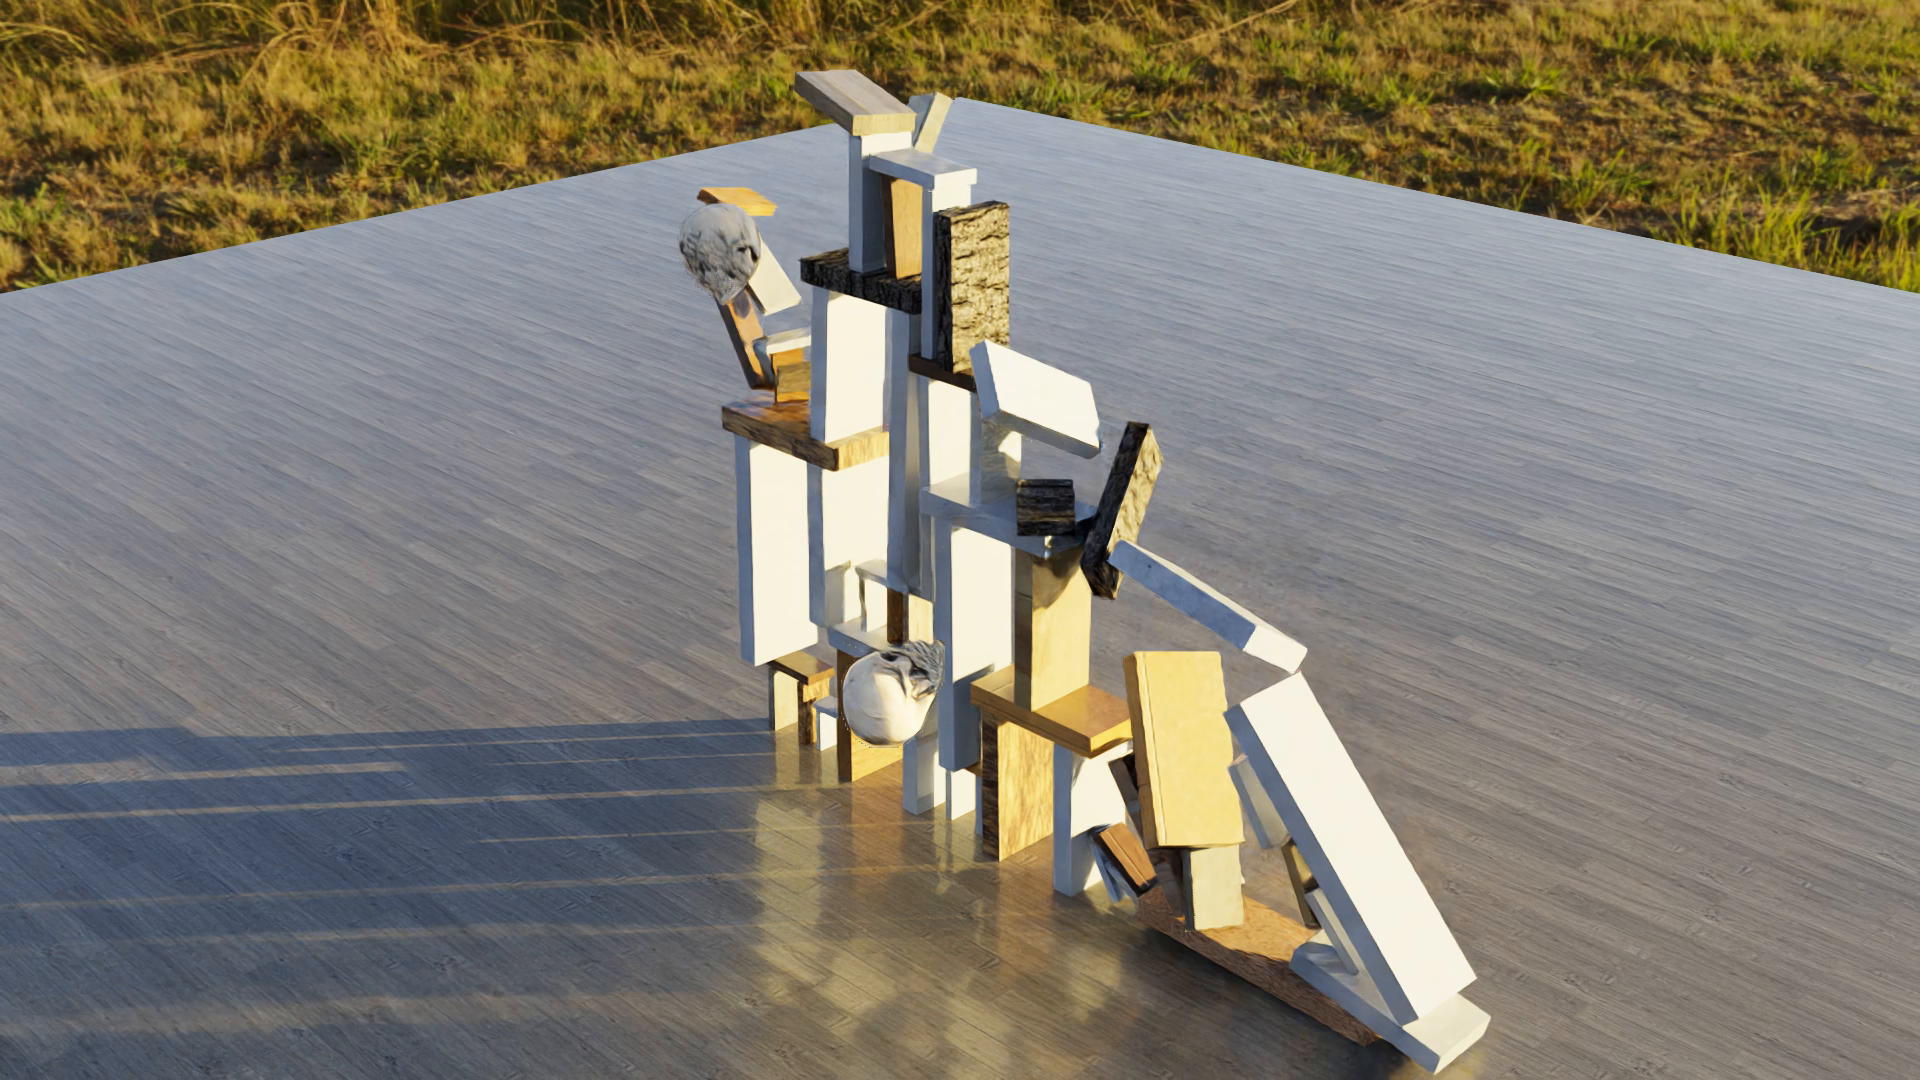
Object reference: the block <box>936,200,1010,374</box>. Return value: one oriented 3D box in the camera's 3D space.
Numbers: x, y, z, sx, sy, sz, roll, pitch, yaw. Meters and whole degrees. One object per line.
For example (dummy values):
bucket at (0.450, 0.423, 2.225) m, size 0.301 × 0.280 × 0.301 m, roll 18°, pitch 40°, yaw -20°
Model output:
block at (0.024, -0.461, 4.001) m, size 0.144 × 0.288 × 0.041 m, roll -20°, pitch 29°, yaw -39°

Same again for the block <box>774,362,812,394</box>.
block at (-0.312, -0.336, 4.506) m, size 0.131 × 0.065 × 0.018 m, roll -10°, pitch 53°, yaw -17°

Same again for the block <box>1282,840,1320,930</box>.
block at (0.607, 0.583, 3.798) m, size 0.022 × 0.158 × 0.079 m, roll -3°, pitch 21°, yaw 47°

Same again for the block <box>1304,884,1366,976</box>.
block at (0.660, 0.659, 3.774) m, size 0.079 × 0.158 × 0.022 m, roll -26°, pitch -6°, yaw -41°

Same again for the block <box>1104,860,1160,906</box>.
block at (0.338, 0.646, 4.124) m, size 0.068 × 0.019 × 0.135 m, roll -22°, pitch 64°, yaw -42°

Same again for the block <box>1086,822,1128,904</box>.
block at (0.291, 0.611, 4.161) m, size 0.067 × 0.135 × 0.019 m, roll -22°, pitch 0°, yaw -41°

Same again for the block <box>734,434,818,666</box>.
block at (-0.388, 0.000, 4.671) m, size 0.175 × 0.519 × 0.050 m, roll -20°, pitch 30°, yaw -40°

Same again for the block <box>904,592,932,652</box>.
block at (-0.084, 0.153, 4.381) m, size 0.063 × 0.127 × 0.018 m, roll -21°, pitch 30°, yaw -40°

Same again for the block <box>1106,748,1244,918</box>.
block at (0.395, 0.516, 4.016) m, size 0.154 × 0.308 × 0.044 m, roll -21°, pitch -4°, yaw -40°

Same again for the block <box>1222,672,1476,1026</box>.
block at (0.662, 0.520, 3.742) m, size 0.172 × 0.595 × 0.049 m, roll -20°, pitch -13°, yaw -42°

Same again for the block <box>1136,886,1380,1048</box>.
block at (0.561, 0.737, 3.931) m, size 0.510 × 0.044 × 0.154 m, roll 25°, pitch 33°, yaw 39°

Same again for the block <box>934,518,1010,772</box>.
block at (0.027, 0.184, 4.271) m, size 0.045 × 0.529 × 0.160 m, roll 20°, pitch 30°, yaw 41°

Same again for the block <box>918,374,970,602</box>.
block at (-0.029, -0.109, 4.205) m, size 0.030 × 0.457 × 0.107 m, roll 20°, pitch 30°, yaw 41°

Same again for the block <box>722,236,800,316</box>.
block at (-0.416, -0.554, 4.605) m, size 0.086 × 0.024 × 0.172 m, roll -24°, pitch 71°, yaw -29°

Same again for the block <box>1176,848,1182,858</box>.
block at (0.409, 0.473, 3.972) m, size 0.104 × 0.207 × 0.029 m, roll -28°, pitch 7°, yaw -33°

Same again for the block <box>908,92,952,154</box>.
block at (-0.144, -0.683, 4.459) m, size 0.037 × 0.468 × 0.129 m, roll 24°, pitch -5°, yaw -26°

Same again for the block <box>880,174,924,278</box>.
block at (-0.098, -0.595, 4.109) m, size 0.027 × 0.193 × 0.097 m, roll 15°, pitch 26°, yaw 42°

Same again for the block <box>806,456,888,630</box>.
block at (-0.227, -0.010, 4.478) m, size 0.175 × 0.350 × 0.050 m, roll -20°, pitch 30°, yaw -40°

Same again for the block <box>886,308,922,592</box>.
block at (-0.067, -0.186, 4.242) m, size 0.044 × 0.569 × 0.157 m, roll 20°, pitch 28°, yaw 37°

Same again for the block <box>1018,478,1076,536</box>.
block at (0.157, -0.060, 4.012) m, size 0.104 × 0.029 × 0.207 m, roll 0°, pitch 23°, yaw 1°

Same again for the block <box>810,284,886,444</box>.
block at (-0.220, -0.361, 4.326) m, size 0.044 × 0.314 × 0.157 m, roll 23°, pitch 31°, yaw 38°

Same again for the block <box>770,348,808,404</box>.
block at (-0.355, -0.348, 4.546) m, size 0.065 × 0.131 × 0.018 m, roll -3°, pitch -15°, yaw -18°

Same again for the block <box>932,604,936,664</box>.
block at (-0.025, 0.177, 4.325) m, size 0.063 × 0.127 × 0.018 m, roll -21°, pitch 30°, yaw -40°

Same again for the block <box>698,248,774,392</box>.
block at (-0.457, -0.458, 4.581) m, size 0.024 × 0.321 × 0.086 m, roll -31°, pitch -18°, yaw 29°

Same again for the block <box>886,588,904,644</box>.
block at (-0.119, 0.144, 4.412) m, size 0.060 × 0.121 × 0.017 m, roll -21°, pitch 30°, yaw -40°

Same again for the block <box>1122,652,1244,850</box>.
block at (0.397, 0.373, 3.912) m, size 0.172 × 0.345 × 0.049 m, roll 1°, pitch -16°, yaw -24°

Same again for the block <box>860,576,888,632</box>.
block at (-0.175, 0.121, 4.465) m, size 0.060 × 0.121 × 0.017 m, roll -21°, pitch 30°, yaw -41°

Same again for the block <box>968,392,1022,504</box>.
block at (0.066, -0.182, 4.065) m, size 0.030 × 0.213 × 0.107 m, roll 22°, pitch 31°, yaw 39°

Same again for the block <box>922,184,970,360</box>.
block at (-0.027, -0.497, 4.047) m, size 0.027 × 0.320 × 0.097 m, roll 22°, pitch 31°, yaw 40°

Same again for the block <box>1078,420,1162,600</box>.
block at (0.297, -0.054, 4.036) m, size 0.041 × 0.144 × 0.295 m, roll 13°, pitch 70°, yaw 21°

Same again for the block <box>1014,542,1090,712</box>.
block at (0.173, 0.143, 4.097) m, size 0.045 × 0.320 × 0.160 m, roll 21°, pitch 31°, yaw 40°

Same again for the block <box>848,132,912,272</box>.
block at (-0.150, -0.643, 4.142) m, size 0.037 × 0.258 × 0.129 m, roll 21°, pitch 30°, yaw 40°
